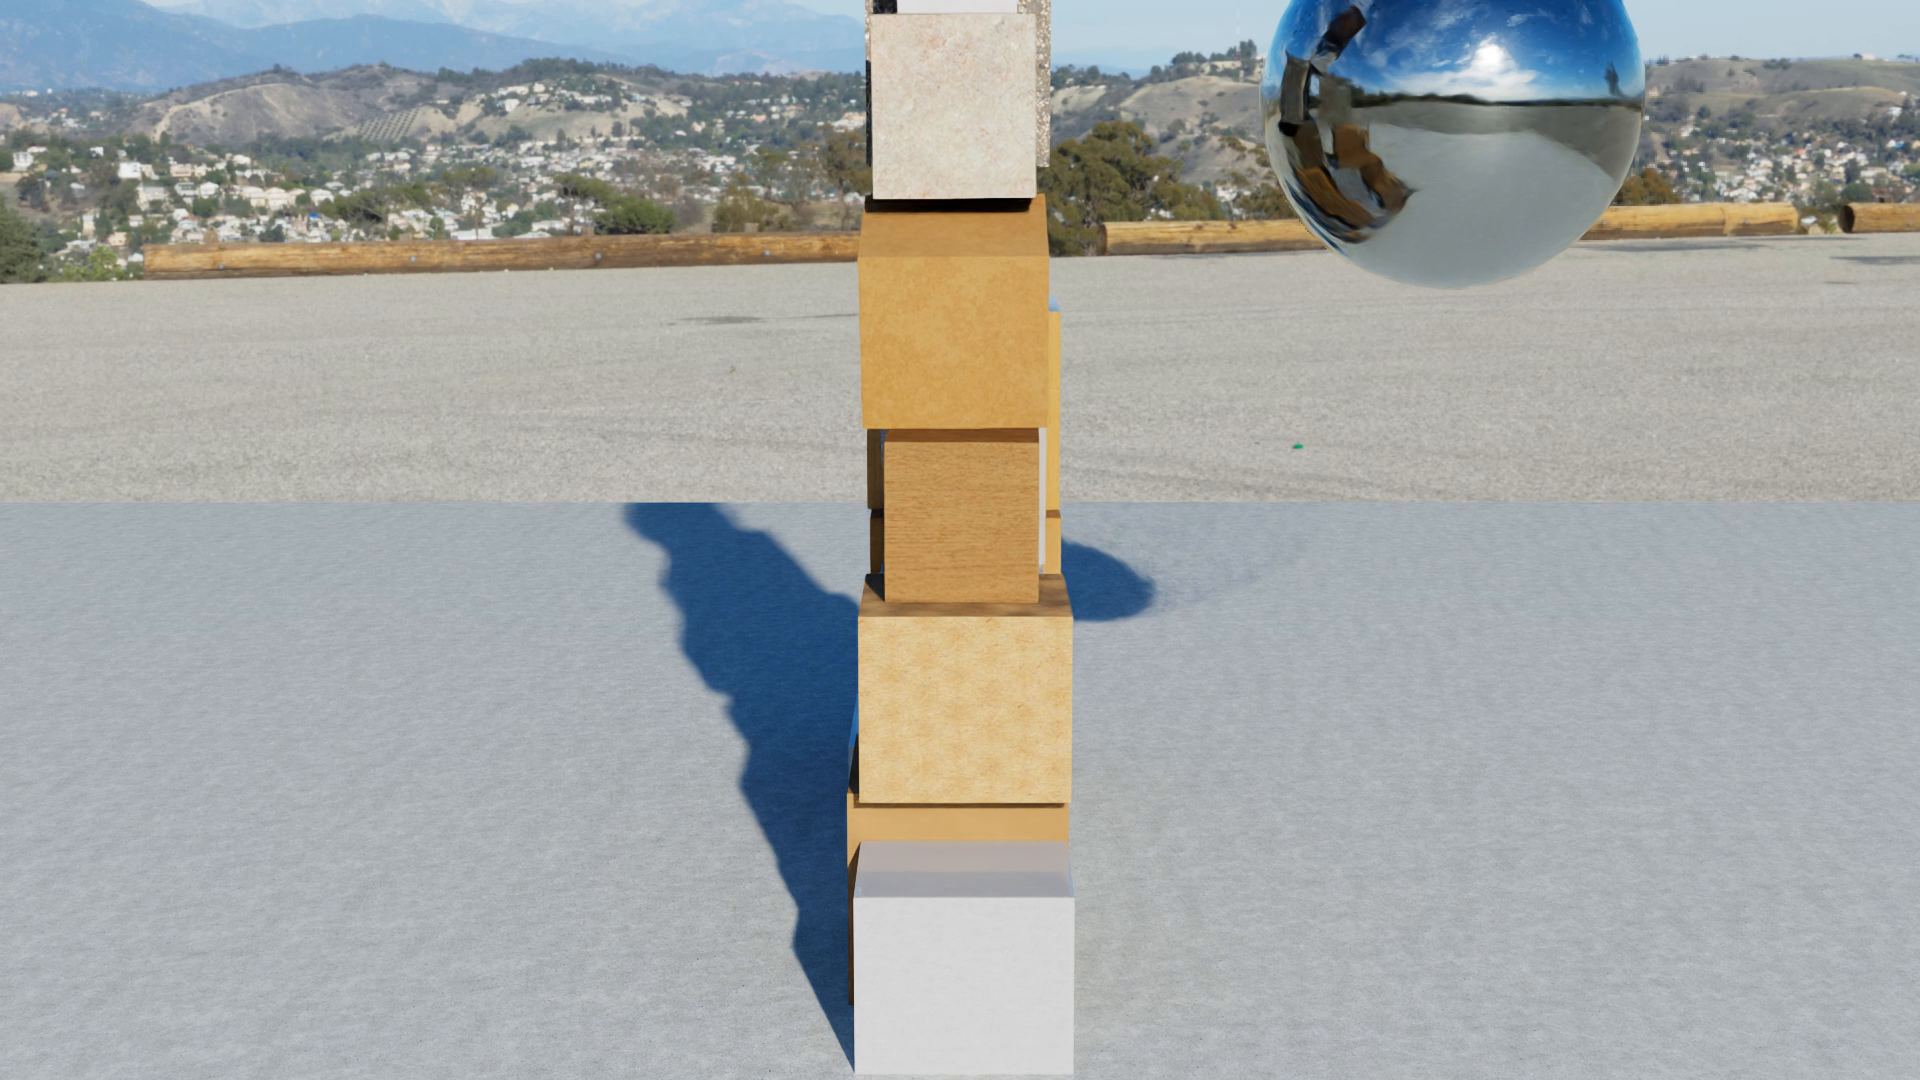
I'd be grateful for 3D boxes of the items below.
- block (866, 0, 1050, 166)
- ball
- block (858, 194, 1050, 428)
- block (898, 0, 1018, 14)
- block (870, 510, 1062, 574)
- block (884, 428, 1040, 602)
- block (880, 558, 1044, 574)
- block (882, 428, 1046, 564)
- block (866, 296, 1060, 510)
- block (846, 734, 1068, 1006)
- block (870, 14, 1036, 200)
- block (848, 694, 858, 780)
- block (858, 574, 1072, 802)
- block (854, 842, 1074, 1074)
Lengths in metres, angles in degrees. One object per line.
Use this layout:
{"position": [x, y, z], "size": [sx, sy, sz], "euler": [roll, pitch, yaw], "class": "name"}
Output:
{"position": [-0.006, -2.030, 11.160], "size": [0.779, 0.738, 0.678], "euler": [0, 14, 0], "class": "block"}
{"position": [2.074, -1.862, 10.842], "size": [1.600, 1.600, 1.600], "euler": [0, 10, 0], "class": "ball"}
{"position": [-0.019, -0.905, 10.071], "size": [0.716, 0.702, 0.718], "euler": [0, 26, 1], "class": "block"}
{"position": [-0.008, -2.465, 10.467], "size": [0.483, 0.521, 0.498], "euler": [0, 31, 2], "class": "block"}
{"position": [0.025, 0.263, 11.350], "size": [0.811, 0.862, 0.801], "euler": [0, 10, 0], "class": "block"}
{"position": [0.014, -0.122, 9.922], "size": [0.579, 0.608, 0.649], "euler": [0, 10, 1], "class": "block"}
{"position": [0.010, 0.429, 10.627], "size": [0.658, 0.694, 0.659], "euler": [0, 8, 0], "class": "block"}
{"position": [0.026, -0.378, 10.625], "size": [0.658, 0.734, 0.664], "euler": [0, 26, 2], "class": "block"}
{"position": [0.017, -0.628, 11.458], "size": [0.832, 0.855, 0.847], "euler": [0, 10, 0], "class": "block"}
{"position": [-0.008, 1.286, 10.158], "size": [0.835, 0.836, 0.889], "euler": [0, 10, 0], "class": "block"}
{"position": [-0.018, -1.721, 10.172], "size": [0.628, 0.696, 0.676], "euler": [0, 10, 1], "class": "block"}
{"position": [-0.014, 1.150, 11.060], "size": [0.890, 0.780, 0.912], "euler": [0, 10, 0], "class": "block"}
{"position": [0.020, 0.554, 9.872], "size": [0.786, 0.706, 0.829], "euler": [0, 10, 0], "class": "block"}
{"position": [0.014, 1.517, 9.394], "size": [0.776, 0.654, 0.677], "euler": [0, 10, 0], "class": "block"}
